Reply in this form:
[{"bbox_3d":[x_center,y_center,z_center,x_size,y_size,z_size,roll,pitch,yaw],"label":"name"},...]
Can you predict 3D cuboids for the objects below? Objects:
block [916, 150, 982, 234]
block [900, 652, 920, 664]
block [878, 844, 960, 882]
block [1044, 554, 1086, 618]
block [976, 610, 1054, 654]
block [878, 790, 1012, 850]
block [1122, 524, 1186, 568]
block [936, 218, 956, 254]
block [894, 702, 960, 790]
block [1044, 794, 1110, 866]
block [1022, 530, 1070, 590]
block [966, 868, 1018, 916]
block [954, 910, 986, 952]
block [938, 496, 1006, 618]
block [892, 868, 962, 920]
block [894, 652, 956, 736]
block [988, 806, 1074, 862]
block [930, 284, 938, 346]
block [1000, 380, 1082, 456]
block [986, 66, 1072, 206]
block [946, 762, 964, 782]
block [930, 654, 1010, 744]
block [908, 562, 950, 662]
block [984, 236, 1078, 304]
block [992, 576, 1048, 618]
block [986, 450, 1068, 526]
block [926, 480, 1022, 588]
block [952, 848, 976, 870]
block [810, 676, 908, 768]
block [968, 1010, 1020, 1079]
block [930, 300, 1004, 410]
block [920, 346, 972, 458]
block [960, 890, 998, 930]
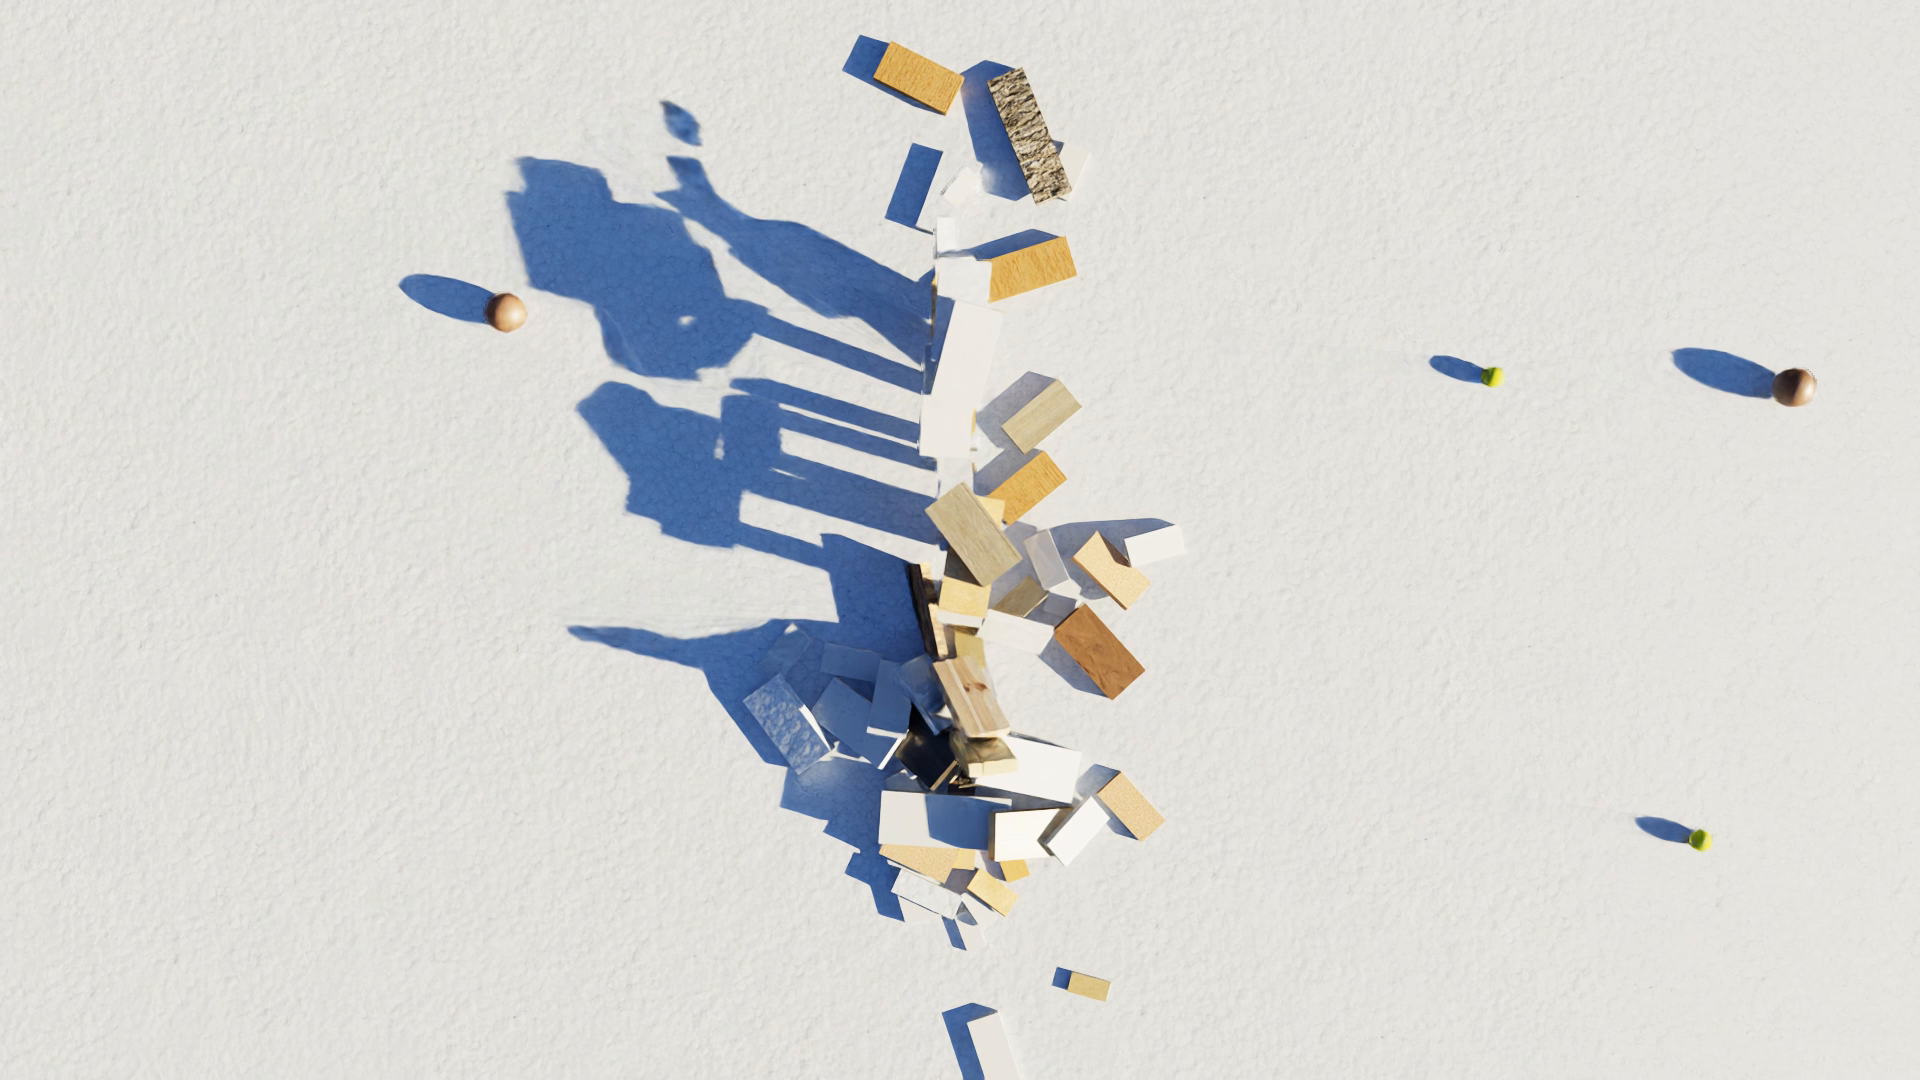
[{"bbox_3d":[-0.036,-1.144,5.481,0.135,0.038,0.270,20,90,0],"label":"block"},{"bbox_3d":[-0.137,0.473,5.487,0.090,0.026,0.181,-29,90,0],"label":"block"},{"bbox_3d":[-0.134,1.028,5.449,0.238,0.034,0.119,25,89,1],"label":"block"},{"bbox_3d":[0.351,0.156,5.486,0.097,0.028,0.194,17,90,0],"label":"block"},{"bbox_3d":[0.178,0.302,5.426,0.229,0.114,0.032,16,47,-11],"label":"block"},{"bbox_3d":[-0.049,0.920,5.412,0.424,0.048,0.171,4,87,0],"label":"block"},{"bbox_3d":[0.644,0.020,5.467,0.194,0.028,0.097,-15,90,-11],"label":"block"},{"bbox_3d":[-0.045,-0.957,5.203,0.059,0.017,0.119,0,100,-8],"label":"block"},{"bbox_3d":[-0.154,0.642,5.413,0.341,0.048,0.171,41,90,22],"label":"block"},{"bbox_3d":[0.384,0.958,5.436,0.218,0.031,0.109,-45,111,-17],"label":"block"},{"bbox_3d":[0.287,0.067,5.468,0.091,0.026,0.182,-24,82,9],"label":"block"},{"bbox_3d":[0.108,1.170,5.475,0.160,0.023,0.080,36,69,0],"label":"block"},{"bbox_3d":[0.033,1.298,5.491,0.066,0.019,0.132,-21,90,0],"label":"block"},{"bbox_3d":[0.036,0.048,5.155,0.151,0.043,0.371,9,90,0],"label":"block"},{"bbox_3d":[-0.109,1.170,5.455,0.224,0.023,0.080,25,90,0],"label":"block"},{"bbox_3d":[-0.094,0.502,5.382,0.128,0.036,0.256,-25,71,-30],"label":"block"},{"bbox_3d":[0.237,0.961,5.404,0.307,0.043,0.153,1,90,-30],"label":"block"},{"bbox_3d":[-0.011,-0.637,5.154,0.157,0.044,0.314,1,100,-3],"label":"block"},{"bbox_3d":[0.270,-0.409,5.482,0.248,0.035,0.124,-40,90,0],"label":"block"},{"bbox_3d":[0.230,-1.337,5.466,0.128,0.036,0.443,-22,87,3],"label":"block"},{"bbox_3d":[-0.074,0.695,5.438,0.215,0.026,0.090,42,98,25],"label":"block"},{"bbox_3d":[0.031,0.511,5.304,0.151,0.043,0.301,-9,51,-25],"label":"block"},{"bbox_3d":[-0.104,0.245,5.441,0.032,0.114,0.342,-12,90,-24],"label":"block"},{"bbox_3d":[0.209,-0.893,5.481,0.336,0.038,0.135,-17,90,0],"label":"block"},{"bbox_3d":[0.193,0.212,5.474,0.182,0.026,0.091,-43,78,3],"label":"block"},{"bbox_3d":[0.222,-0.172,5.482,0.248,0.035,0.124,-39,90,0],"label":"block"},{"bbox_3d":[0.043,-0.018,5.112,0.152,0.043,0.304,-37,90,0],"label":"block"},{"bbox_3d":[-0.003,0.969,5.483,0.119,0.034,0.239,5,90,0],"label":"block"},{"bbox_3d":[-0.335,0.601,5.425,0.307,0.043,0.153,34,90,21],"label":"block"},{"bbox_3d":[0.171,1.875,5.485,0.109,0.031,0.611,-18,90,0],"label":"block"},{"bbox_3d":[0.021,-0.566,5.030,0.152,0.043,0.304,14,101,-6],"label":"block"},{"bbox_3d":[-0.039,-0.430,5.139,0.157,0.044,0.342,3,98,-3],"label":"block"},{"bbox_3d":[0.062,1.219,5.476,0.066,0.019,0.132,-34,83,-13],"label":"block"}]
